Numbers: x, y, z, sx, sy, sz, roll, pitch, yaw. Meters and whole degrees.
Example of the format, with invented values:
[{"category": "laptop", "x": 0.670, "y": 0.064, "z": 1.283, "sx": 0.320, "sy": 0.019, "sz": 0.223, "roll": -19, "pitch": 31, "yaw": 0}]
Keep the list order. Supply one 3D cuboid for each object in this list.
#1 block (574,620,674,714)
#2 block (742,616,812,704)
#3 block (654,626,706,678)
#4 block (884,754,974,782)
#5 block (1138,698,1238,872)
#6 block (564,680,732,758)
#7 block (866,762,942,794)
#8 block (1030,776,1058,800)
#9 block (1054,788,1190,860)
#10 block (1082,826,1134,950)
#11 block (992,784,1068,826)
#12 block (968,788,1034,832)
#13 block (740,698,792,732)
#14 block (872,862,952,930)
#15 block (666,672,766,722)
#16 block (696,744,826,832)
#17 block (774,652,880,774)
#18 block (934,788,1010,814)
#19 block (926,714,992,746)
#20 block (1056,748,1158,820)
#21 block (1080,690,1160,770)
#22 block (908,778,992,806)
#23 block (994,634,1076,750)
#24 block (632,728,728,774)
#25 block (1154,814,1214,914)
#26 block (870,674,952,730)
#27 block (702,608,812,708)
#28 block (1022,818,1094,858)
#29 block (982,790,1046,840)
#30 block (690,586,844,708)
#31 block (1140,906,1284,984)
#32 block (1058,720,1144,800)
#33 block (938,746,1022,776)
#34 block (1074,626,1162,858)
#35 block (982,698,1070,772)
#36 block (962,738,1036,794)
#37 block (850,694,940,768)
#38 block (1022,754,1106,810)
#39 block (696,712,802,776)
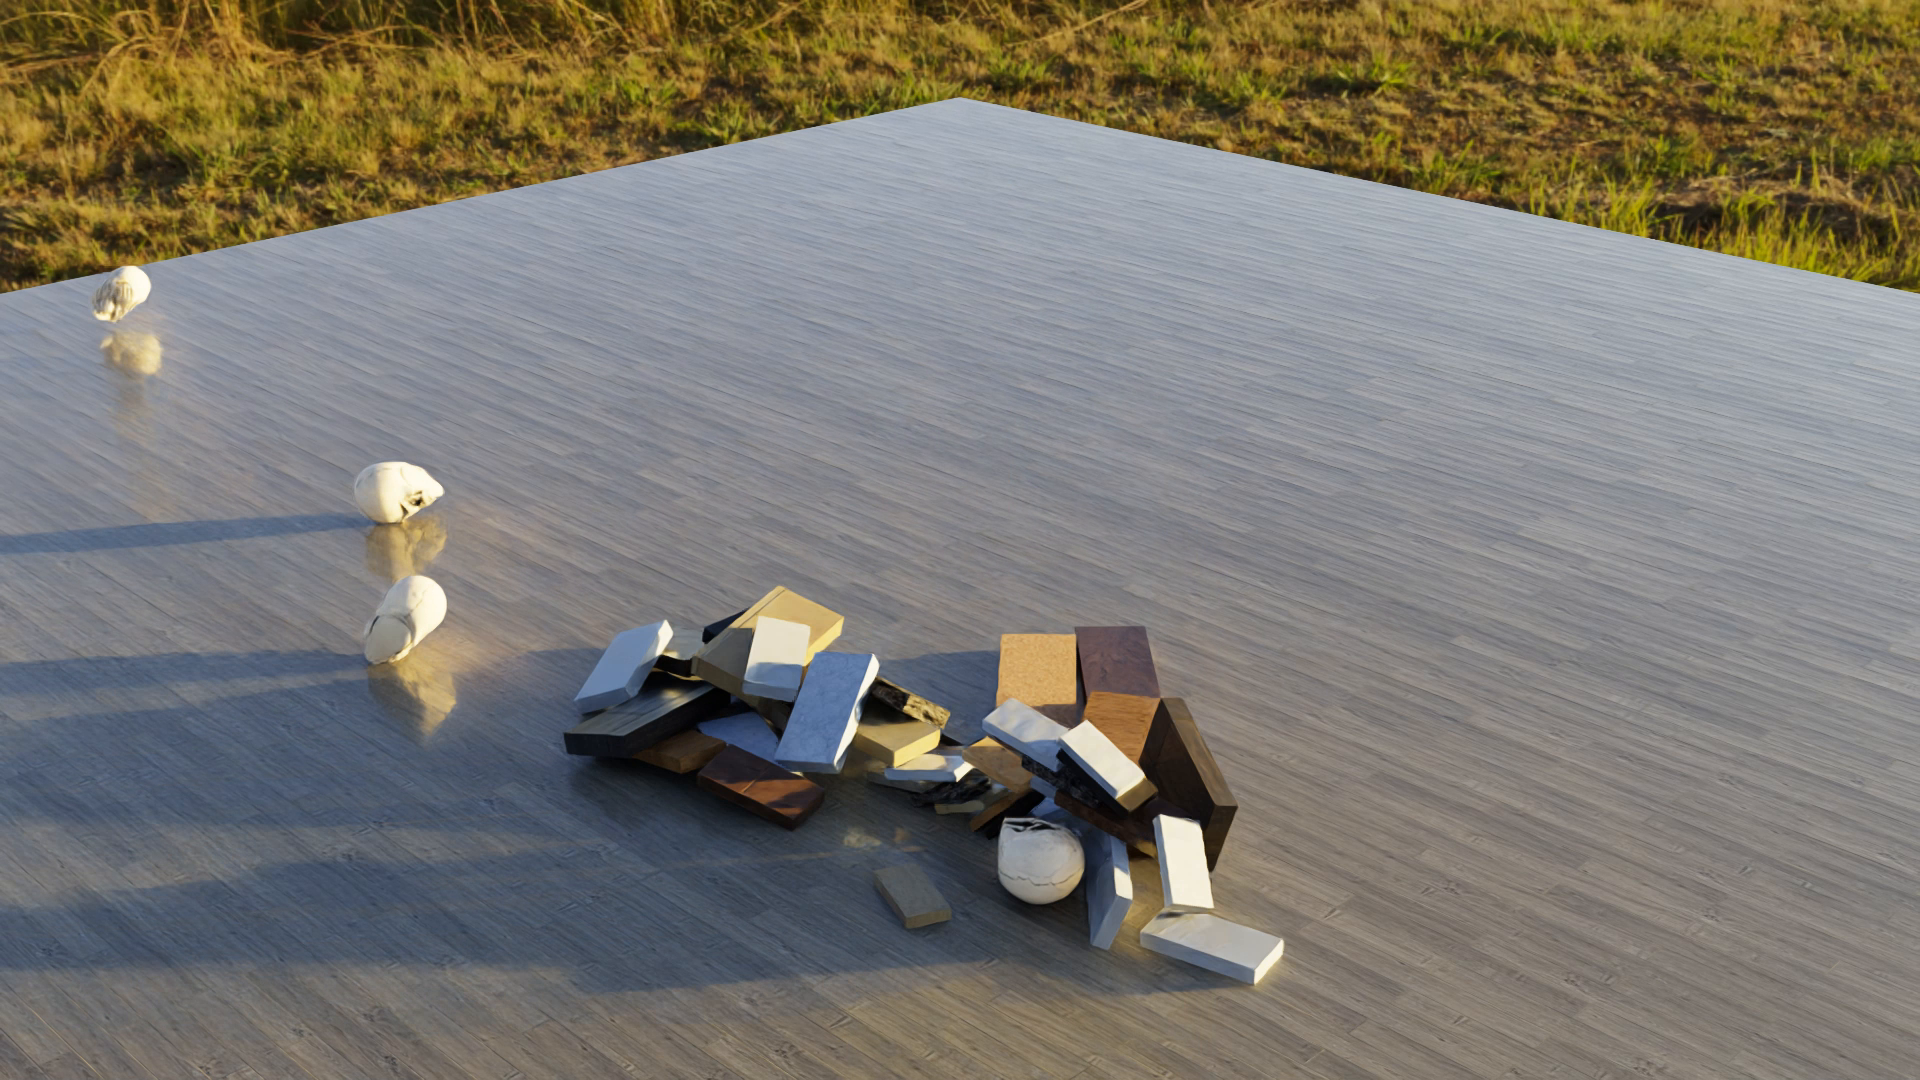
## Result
[{"category": "block", "x": -0.752, "y": 0.283, "z": 4.933, "sx": 0.134, "sy": 0.038, "sz": 0.268, "roll": -15, "pitch": 26, "yaw": 23}, {"category": "block", "x": -0.392, "y": 0.254, "z": 4.712, "sx": 0.117, "sy": 0.033, "sz": 0.233, "roll": 12, "pitch": 34, "yaw": -4}, {"category": "block", "x": -0.635, "y": 0.253, "z": 5.028, "sx": 0.142, "sy": 0.040, "sz": 0.284, "roll": -19, "pitch": 17, "yaw": -33}, {"category": "block", "x": -0.063, "y": 0.466, "z": 4.497, "sx": 0.164, "sy": 0.023, "sz": 0.082, "roll": -1, "pitch": 16, "yaw": 28}, {"category": "block", "x": 0.441, "y": 0.473, "z": 4.284, "sx": 0.046, "sy": 0.164, "sz": 0.328, "roll": 4, "pitch": 33, "yaw": -19}, {"category": "block", "x": -0.667, "y": 0.381, "z": 4.719, "sx": 0.172, "sy": 0.049, "sz": 0.345, "roll": -1, "pitch": 15, "yaw": 34}, {"category": "block", "x": -0.108, "y": 0.485, "z": 4.543, "sx": 0.082, "sy": 0.023, "sz": 0.164, "roll": -21, "pitch": 18, "yaw": -40}, {"category": "block", "x": 0.216, "y": 0.487, "z": 4.267, "sx": 0.146, "sy": 0.021, "sz": 0.073, "roll": 26, "pitch": 36, "yaw": 35}, {"category": "block", "x": 0.308, "y": 0.511, "z": 4.183, "sx": 0.230, "sy": 0.033, "sz": 0.115, "roll": 26, "pitch": 42, "yaw": 24}, {"category": "block", "x": 0.276, "y": 0.614, "z": 4.160, "sx": 0.033, "sy": 0.115, "sz": 0.397, "roll": 20, "pitch": 22, "yaw": -8}, {"category": "block", "x": 0.142, "y": 0.531, "z": 4.481, "sx": 0.078, "sy": 0.022, "sz": 0.156, "roll": -16, "pitch": 28, "yaw": -33}, {"category": "block", "x": 0.084, "y": 0.529, "z": 4.361, "sx": 0.074, "sy": 0.021, "sz": 0.148, "roll": -22, "pitch": -13, "yaw": -41}, {"category": "block", "x": -0.371, "y": 0.348, "z": 4.807, "sx": 0.284, "sy": 0.040, "sz": 0.142, "roll": 33, "pitch": 38, "yaw": 31}, {"category": "block", "x": -0.091, "y": 0.670, "z": 4.150, "sx": 0.089, "sy": 0.025, "sz": 0.177, "roll": -9, "pitch": 25, "yaw": -21}, {"category": "block", "x": -0.512, "y": 0.334, "z": 4.923, "sx": 0.284, "sy": 0.040, "sz": 0.142, "roll": 21, "pitch": 31, "yaw": 40}, {"category": "block", "x": -0.404, "y": 0.501, "z": 4.465, "sx": 0.233, "sy": 0.033, "sz": 0.117, "roll": 22, "pitch": 37, "yaw": 21}, {"category": "block", "x": -0.276, "y": 0.358, "z": 4.576, "sx": 0.138, "sy": 0.039, "sz": 0.276, "roll": 1, "pitch": 51, "yaw": 24}, {"category": "block", "x": 0.024, "y": 0.524, "z": 4.422, "sx": 0.074, "sy": 0.021, "sz": 0.149, "roll": -22, "pitch": 6, "yaw": -41}, {"category": "block", "x": -0.012, "y": 0.415, "z": 4.755, "sx": 0.078, "sy": 0.022, "sz": 0.156, "roll": -20, "pitch": 30, "yaw": -39}, {"category": "block", "x": 0.280, "y": 0.442, "z": 4.165, "sx": 0.181, "sy": 0.026, "sz": 0.090, "roll": 42, "pitch": 48, "yaw": 22}, {"category": "block", "x": 0.328, "y": 0.417, "z": 4.596, "sx": 0.164, "sy": 0.046, "sz": 0.328, "roll": 6, "pitch": 24, "yaw": 11}, {"category": "block", "x": -0.020, "y": 0.510, "z": 4.448, "sx": 0.082, "sy": 0.023, "sz": 0.164, "roll": -21, "pitch": 7, "yaw": -40}, {"category": "block", "x": 0.171, "y": 0.332, "z": 4.883, "sx": 0.172, "sy": 0.049, "sz": 0.521, "roll": 1, "pitch": 20, "yaw": 3}, {"category": "block", "x": -0.601, "y": 0.437, "z": 4.628, "sx": 0.117, "sy": 0.033, "sz": 0.233, "roll": -19, "pitch": 18, "yaw": -36}, {"category": "block", "x": 0.413, "y": 0.600, "z": 4.076, "sx": 0.089, "sy": 0.025, "sz": 0.177, "roll": 11, "pitch": 54, "yaw": -26}, {"category": "block", "x": -0.161, "y": 0.321, "z": 4.691, "sx": 0.276, "sy": 0.039, "sz": 0.138, "roll": 23, "pitch": -3, "yaw": 44}, {"category": "block", "x": -0.363, "y": 0.298, "z": 4.815, "sx": 0.455, "sy": 0.038, "sz": 0.134, "roll": 33, "pitch": 38, "yaw": 31}, {"category": "block", "x": 0.196, "y": 0.573, "z": 4.278, "sx": 0.146, "sy": 0.021, "sz": 0.073, "roll": -29, "pitch": 4, "yaw": 37}, {"category": "block", "x": 0.111, "y": 0.537, "z": 4.334, "sx": 0.073, "sy": 0.146, "sz": 0.021, "roll": -21, "pitch": 72, "yaw": -42}, {"category": "block", "x": -0.419, "y": 0.228, "z": 4.815, "sx": 0.172, "sy": 0.049, "sz": 0.345, "roll": 25, "pitch": 35, "yaw": 17}, {"category": "block", "x": 0.456, "y": 0.731, "z": 3.995, "sx": 0.230, "sy": 0.033, "sz": 0.115, "roll": 14, "pitch": 27, "yaw": 30}, {"category": "block", "x": 0.266, "y": 0.414, "z": 4.154, "sx": 0.078, "sy": 0.022, "sz": 0.156, "roll": -29, "pitch": 61, "yaw": -38}, {"category": "block", "x": 0.042, "y": 0.465, "z": 4.632, "sx": 0.177, "sy": 0.025, "sz": 0.089, "roll": -1, "pitch": 23, "yaw": -3}, {"category": "block", "x": 0.363, "y": 0.412, "z": 4.731, "sx": 0.164, "sy": 0.046, "sz": 0.960, "roll": 0, "pitch": 23, "yaw": -1}, {"category": "block", "x": 0.142, "y": 0.375, "z": 4.249, "sx": 0.181, "sy": 0.026, "sz": 0.090, "roll": 28, "pitch": 43, "yaw": 28}, {"category": "block", "x": 0.084, "y": 0.444, "z": 4.328, "sx": 0.149, "sy": 0.021, "sz": 0.074, "roll": 29, "pitch": 36, "yaw": 32}, {"category": "block", "x": -0.187, "y": 0.388, "z": 4.610, "sx": 0.268, "sy": 0.038, "sz": 0.134, "roll": 23, "pitch": 32, "yaw": 37}, {"category": "block", "x": 0.217, "y": 0.443, "z": 4.210, "sx": 0.181, "sy": 0.026, "sz": 0.090, "roll": 28, "pitch": 42, "yaw": 29}, {"category": "block", "x": -0.448, "y": 0.450, "z": 4.649, "sx": 0.138, "sy": 0.039, "sz": 0.276, "roll": -10, "pitch": 25, "yaw": -23}]
